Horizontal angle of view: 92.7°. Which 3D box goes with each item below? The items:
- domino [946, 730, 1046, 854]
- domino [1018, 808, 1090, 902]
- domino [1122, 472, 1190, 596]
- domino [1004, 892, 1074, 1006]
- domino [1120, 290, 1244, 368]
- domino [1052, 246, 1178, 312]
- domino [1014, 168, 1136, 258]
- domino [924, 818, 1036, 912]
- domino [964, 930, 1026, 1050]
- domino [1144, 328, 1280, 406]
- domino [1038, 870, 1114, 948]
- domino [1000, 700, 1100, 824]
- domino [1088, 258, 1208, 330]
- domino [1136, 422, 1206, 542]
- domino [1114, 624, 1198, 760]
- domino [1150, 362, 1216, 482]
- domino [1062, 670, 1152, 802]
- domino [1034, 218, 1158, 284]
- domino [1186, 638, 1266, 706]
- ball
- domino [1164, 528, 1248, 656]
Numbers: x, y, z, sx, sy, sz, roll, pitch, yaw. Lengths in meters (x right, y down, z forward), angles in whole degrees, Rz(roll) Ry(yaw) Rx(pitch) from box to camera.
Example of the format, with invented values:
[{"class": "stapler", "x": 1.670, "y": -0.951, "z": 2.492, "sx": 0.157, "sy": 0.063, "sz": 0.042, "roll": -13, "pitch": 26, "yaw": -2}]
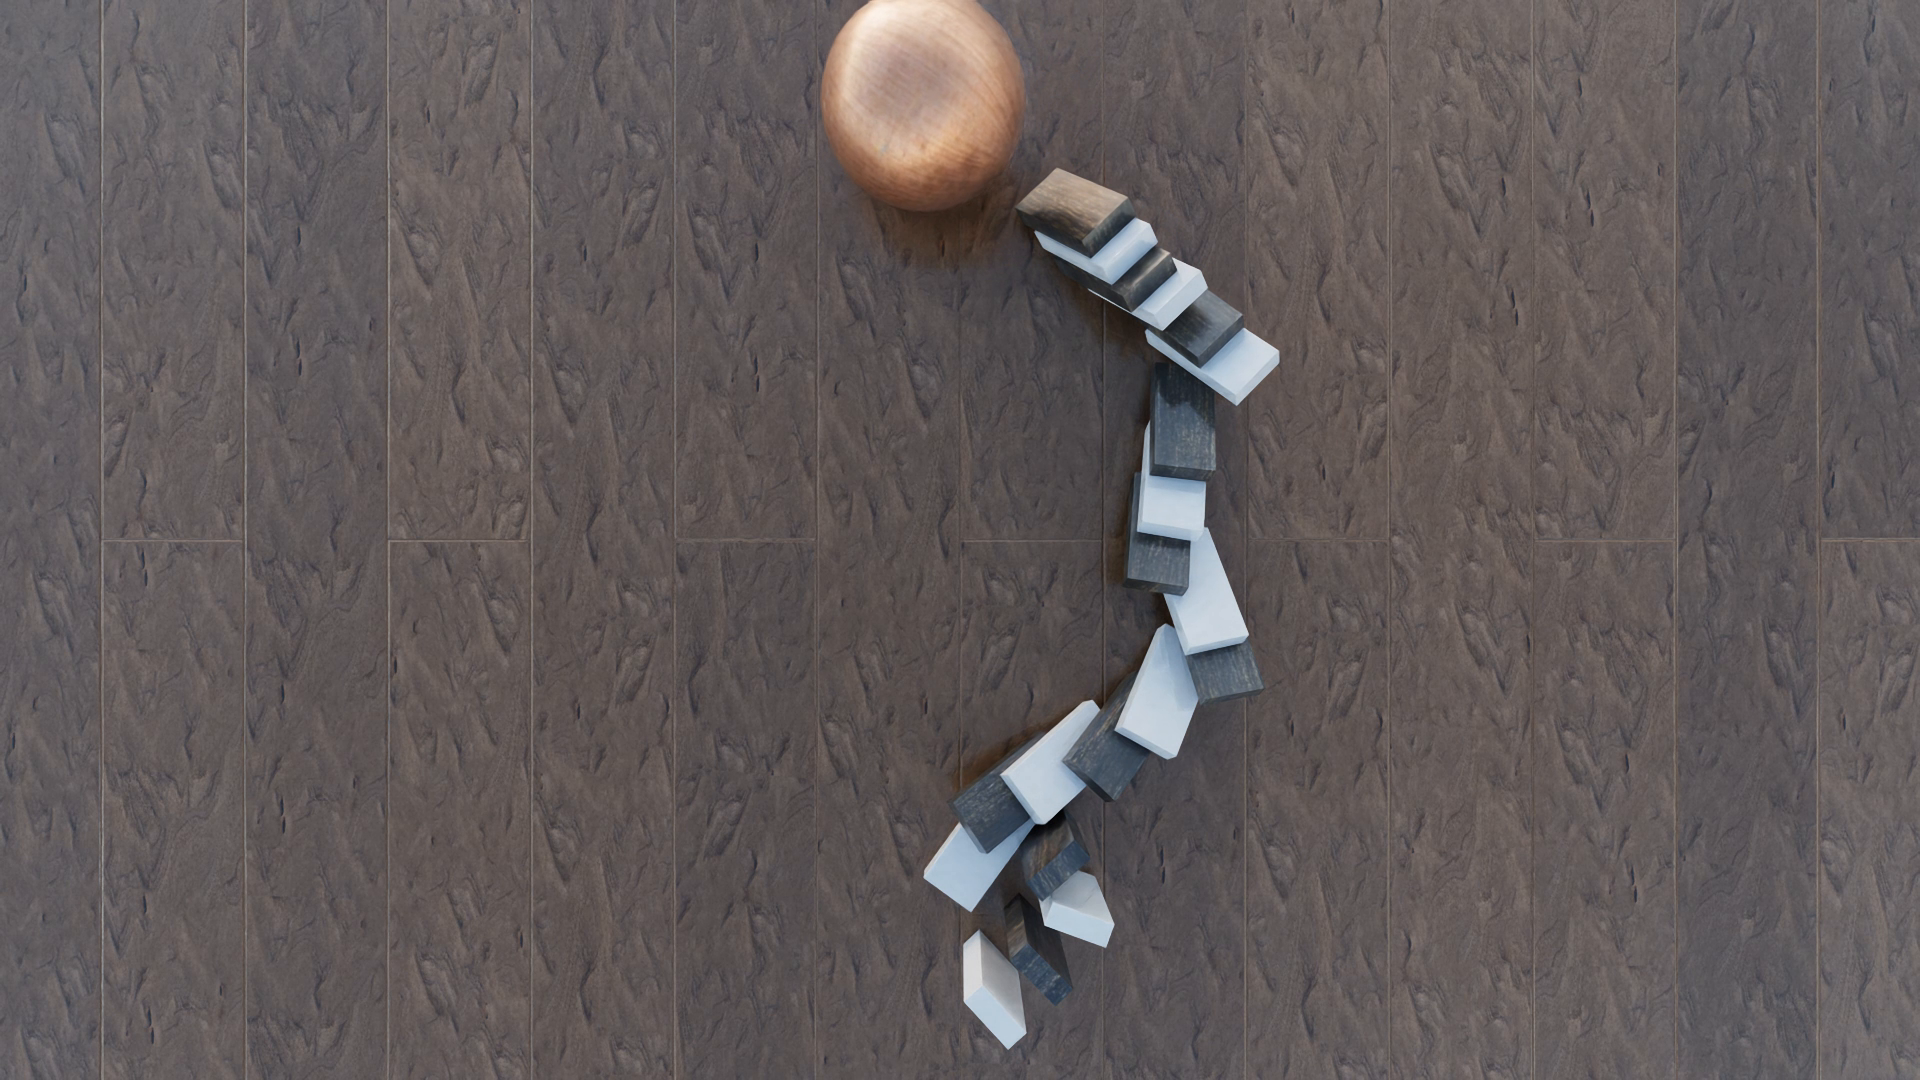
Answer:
[{"class": "domino", "x": 0.022, "y": 0.105, "z": 0.385, "sx": 0.050, "sy": 0.010, "sz": 0.025, "roll": -33, "pitch": 87, "yaw": -23}, {"class": "domino", "x": 0.038, "y": 0.126, "z": 0.375, "sx": 0.025, "sy": 0.050, "sz": 0.010, "roll": -42, "pitch": 90, "yaw": 0}, {"class": "domino", "x": 0.083, "y": -0.003, "z": 0.385, "sx": 0.025, "sy": 0.009, "sz": 0.050, "roll": 9, "pitch": 64, "yaw": 1}, {"class": "domino", "x": 0.031, "y": 0.166, "z": 0.375, "sx": 0.009, "sy": 0.050, "sz": 0.025, "roll": -45, "pitch": 90, "yaw": 0}, {"class": "domino", "x": 0.091, "y": -0.097, "z": 0.384, "sx": 0.025, "sy": 0.010, "sz": 0.050, "roll": -44, "pitch": 63, "yaw": 0}, {"class": "domino", "x": 0.063, "y": -0.114, "z": 0.379, "sx": 0.025, "sy": 0.009, "sz": 0.050, "roll": -43, "pitch": 45, "yaw": 0}, {"class": "domino", "x": 0.047, "y": -0.136, "z": 0.379, "sx": 0.025, "sy": 0.009, "sz": 0.050, "roll": -43, "pitch": 45, "yaw": 0}, {"class": "domino", "x": 0.009, "y": 0.131, "z": 0.395, "sx": 0.025, "sy": 0.009, "sz": 0.050, "roll": 36, "pitch": 90, "yaw": 0}, {"class": "domino", "x": 0.013, "y": 0.182, "z": 0.375, "sx": 0.010, "sy": 0.050, "sz": 0.025, "roll": -43, "pitch": 90, "yaw": 0}, {"class": "domino", "x": 0.105, "y": -0.081, "z": 0.384, "sx": 0.025, "sy": 0.009, "sz": 0.050, "roll": -45, "pitch": 63, "yaw": -1}, {"class": "domino", "x": 0.046, "y": 0.147, "z": 0.375, "sx": 0.025, "sy": 0.050, "sz": 0.010, "roll": 20, "pitch": 90, "yaw": 0}, {"class": "domino", "x": 0.044, "y": 0.093, "z": 0.386, "sx": 0.050, "sy": 0.010, "sz": 0.025, "roll": -36, "pitch": 89, "yaw": -23}, {"class": "domino", "x": 0.075, "y": -0.107, "z": 0.379, "sx": 0.025, "sy": 0.050, "sz": 0.009, "roll": -43, "pitch": 135, "yaw": 0}, {"class": "domino", "x": 0.090, "y": -0.026, "z": 0.385, "sx": 0.025, "sy": 0.010, "sz": 0.050, "roll": 10, "pitch": 64, "yaw": 1}, {"class": "domino", "x": 0.087, "y": 0.063, "z": 0.386, "sx": 0.025, "sy": 0.009, "sz": 0.050, "roll": 29, "pitch": 66, "yaw": 0}, {"class": "domino", "x": 0.093, "y": -0.050, "z": 0.385, "sx": 0.025, "sy": 0.010, "sz": 0.050, "roll": 6, "pitch": 66, "yaw": 0}, {"class": "domino", "x": 0.068, "y": 0.082, "z": 0.385, "sx": 0.025, "sy": 0.009, "sz": 0.050, "roll": 43, "pitch": 66, "yaw": 0}, {"class": "domino", "x": 0.055, "y": -0.125, "z": 0.379, "sx": 0.025, "sy": 0.009, "sz": 0.050, "roll": -43, "pitch": 45, "yaw": 0}, {"class": "domino", "x": 0.106, "y": 0.042, "z": 0.384, "sx": 0.025, "sy": 0.010, "sz": 0.050, "roll": -10, "pitch": 64, "yaw": -4}, {"class": "ball", "x": -0.014, "y": -0.171, "z": 0.360, "sx": 0.080, "sy": 0.080, "sz": 0.080, "roll": 0, "pitch": 90, "yaw": 0}, {"class": "domino", "x": 0.099, "y": 0.021, "z": 0.384, "sx": 0.025, "sy": 0.010, "sz": 0.050, "roll": -12, "pitch": 64, "yaw": -5}]
